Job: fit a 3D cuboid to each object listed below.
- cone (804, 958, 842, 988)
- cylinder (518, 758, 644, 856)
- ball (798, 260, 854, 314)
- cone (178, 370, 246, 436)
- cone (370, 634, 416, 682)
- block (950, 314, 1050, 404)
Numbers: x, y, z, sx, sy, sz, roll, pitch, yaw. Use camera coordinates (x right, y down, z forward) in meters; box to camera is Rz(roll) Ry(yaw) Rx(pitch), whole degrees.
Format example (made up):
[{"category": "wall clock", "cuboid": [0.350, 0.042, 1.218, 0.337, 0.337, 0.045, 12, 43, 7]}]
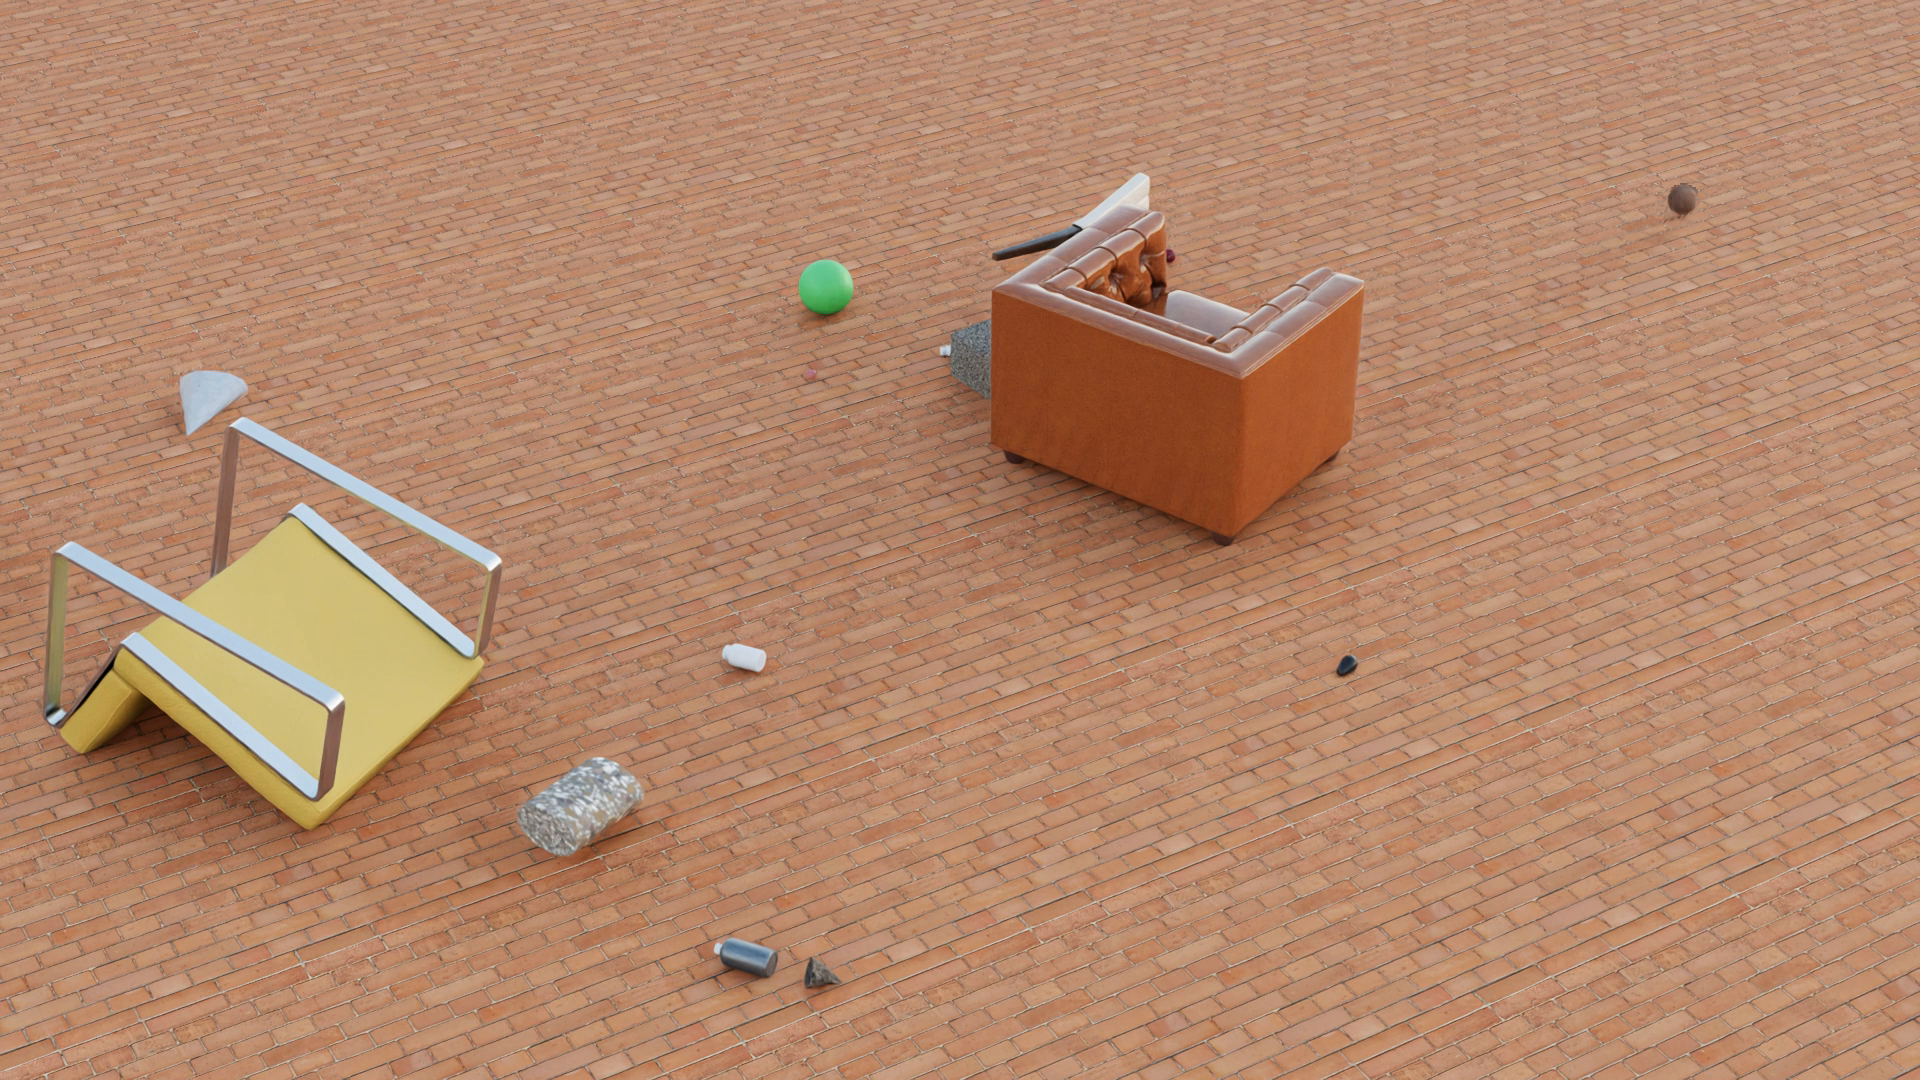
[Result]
[{"category": "cone", "cuboid": [-0.406, 1.329, 8.893, 0.111, 0.082, 0.106, 17, 32, -12]}, {"category": "cylinder", "cuboid": [-1.226, 0.861, 9.480, 0.263, 0.171, 0.316, 17, 37, 34]}, {"category": "ball", "cuboid": [-0.564, -1.064, 12.348, 0.232, 0.232, 0.232, 0, 33, 0]}, {"category": "cone", "cuboid": [-3.019, -0.513, 11.648, 0.303, 0.166, 0.285, -1, 49, 19]}, {"category": "cone", "cuboid": [-1.990, 0.409, 10.261, 0.152, 0.173, 0.130, 33, -8, -12]}, {"category": "block", "cuboid": [0.162, -0.735, 11.884, 0.274, 0.194, 0.298, -23, 40, -31]}]
